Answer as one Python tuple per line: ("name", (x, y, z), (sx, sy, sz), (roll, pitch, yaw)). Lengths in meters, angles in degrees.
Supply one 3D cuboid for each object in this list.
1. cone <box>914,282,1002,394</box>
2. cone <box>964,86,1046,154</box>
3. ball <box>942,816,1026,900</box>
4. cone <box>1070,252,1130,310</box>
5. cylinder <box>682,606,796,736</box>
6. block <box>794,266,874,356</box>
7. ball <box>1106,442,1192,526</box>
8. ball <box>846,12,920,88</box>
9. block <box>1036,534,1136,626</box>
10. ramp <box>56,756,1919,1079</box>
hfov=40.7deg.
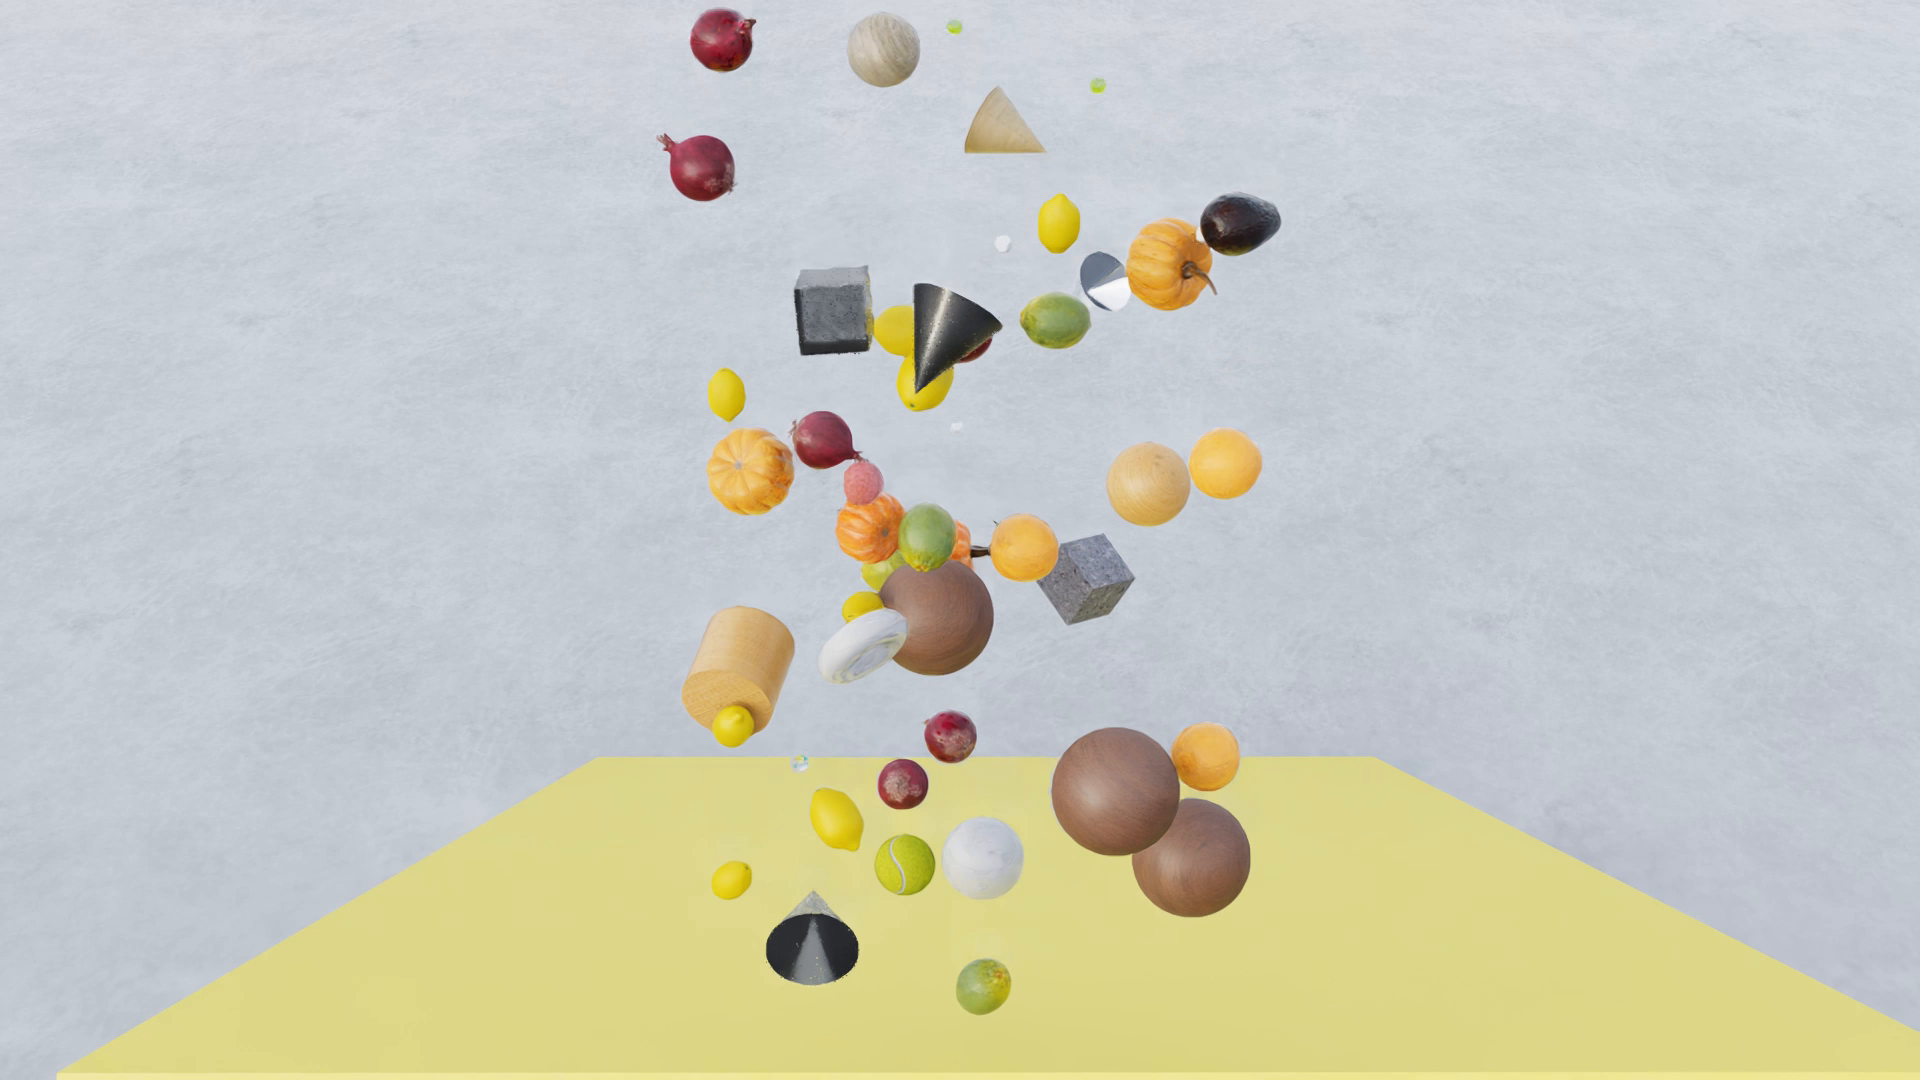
("cone", (-0.021, -0.173, 2.366), (0.091, 0.091, 0.091), (20, 80, 31))
("cone", (0.055, -0.400, 2.563), (0.074, 0.074, 0.074), (28, 37, 9))
("ball", (0.026, 0.359, 2.921), (0.094, 0.094, 0.094), (0, 30, 0))
("cone", (0.138, -0.268, 2.800), (0.067, 0.067, 0.067), (-25, 0, -36))
("cylinder", (-0.228, 0.135, 2.667), (0.095, 0.095, 0.095), (6, 42, 10))
("block", (-0.117, -0.214, 2.417), (0.064, 0.064, 0.064), (-3, 22, 5))
("ball", (0.197, -0.058, 2.704), (0.089, 0.089, 0.089), (0, 30, 0))
("ball", (-0.074, -0.474, 2.504), (0.072, 0.072, 0.072), (0, 30, 0))
("block", (0.144, 0.045, 2.962), (0.067, 0.067, 0.067), (-13, 58, -40))
("ramp", (0.068, 0.604, 4.667), (2.000, 0.100, 4.000), (0, 0, 0))
